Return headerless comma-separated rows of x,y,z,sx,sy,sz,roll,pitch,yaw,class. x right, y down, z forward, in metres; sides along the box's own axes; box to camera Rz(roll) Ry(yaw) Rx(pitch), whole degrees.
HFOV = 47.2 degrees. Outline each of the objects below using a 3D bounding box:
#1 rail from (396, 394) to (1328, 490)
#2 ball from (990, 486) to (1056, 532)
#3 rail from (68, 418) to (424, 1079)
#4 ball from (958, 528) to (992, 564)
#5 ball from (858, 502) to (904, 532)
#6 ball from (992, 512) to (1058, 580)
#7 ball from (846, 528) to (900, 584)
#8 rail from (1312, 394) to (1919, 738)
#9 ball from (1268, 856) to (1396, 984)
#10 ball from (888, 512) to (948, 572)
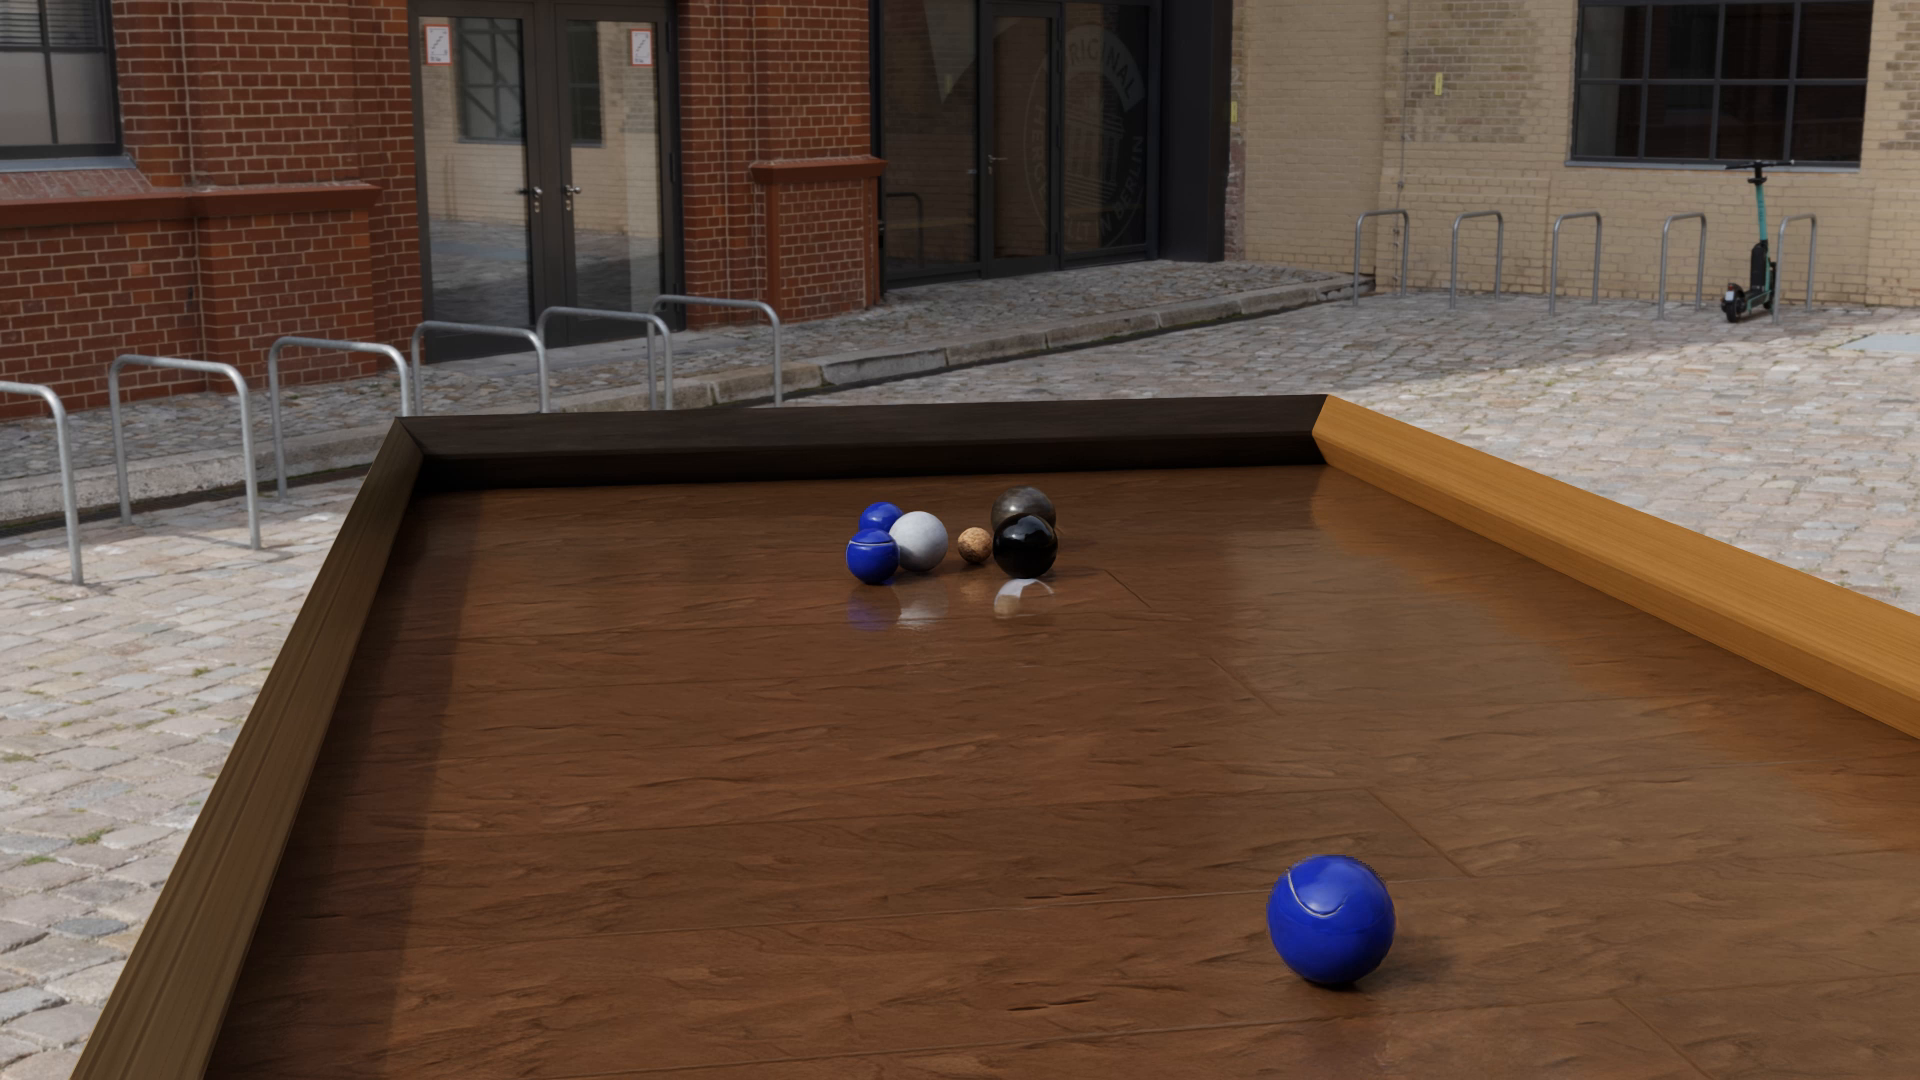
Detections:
-0.133,-0.166,3.744,1.609,0.122,0.045,-2,11,-10,rail
0.091,-0.031,3.147,0.094,0.094,0.094,0,11,0,ball
-0.631,0.151,2.152,0.045,0.122,3.063,-2,11,-10,rail
0.021,0.007,3.065,0.050,0.050,0.050,0,11,0,ball
-0.110,-0.020,3.148,0.071,0.071,0.071,0,11,0,ball
0.087,0.008,2.960,0.090,0.090,0.090,0,11,0,ball
-0.117,0.021,2.937,0.074,0.074,0.074,0,11,0,ball
0.906,0.097,2.427,0.045,0.122,3.063,-2,11,-10,rail
0.271,0.277,1.603,0.092,0.092,0.092,0,11,0,ball
-0.057,0.002,3.005,0.084,0.084,0.084,0,11,0,ball
